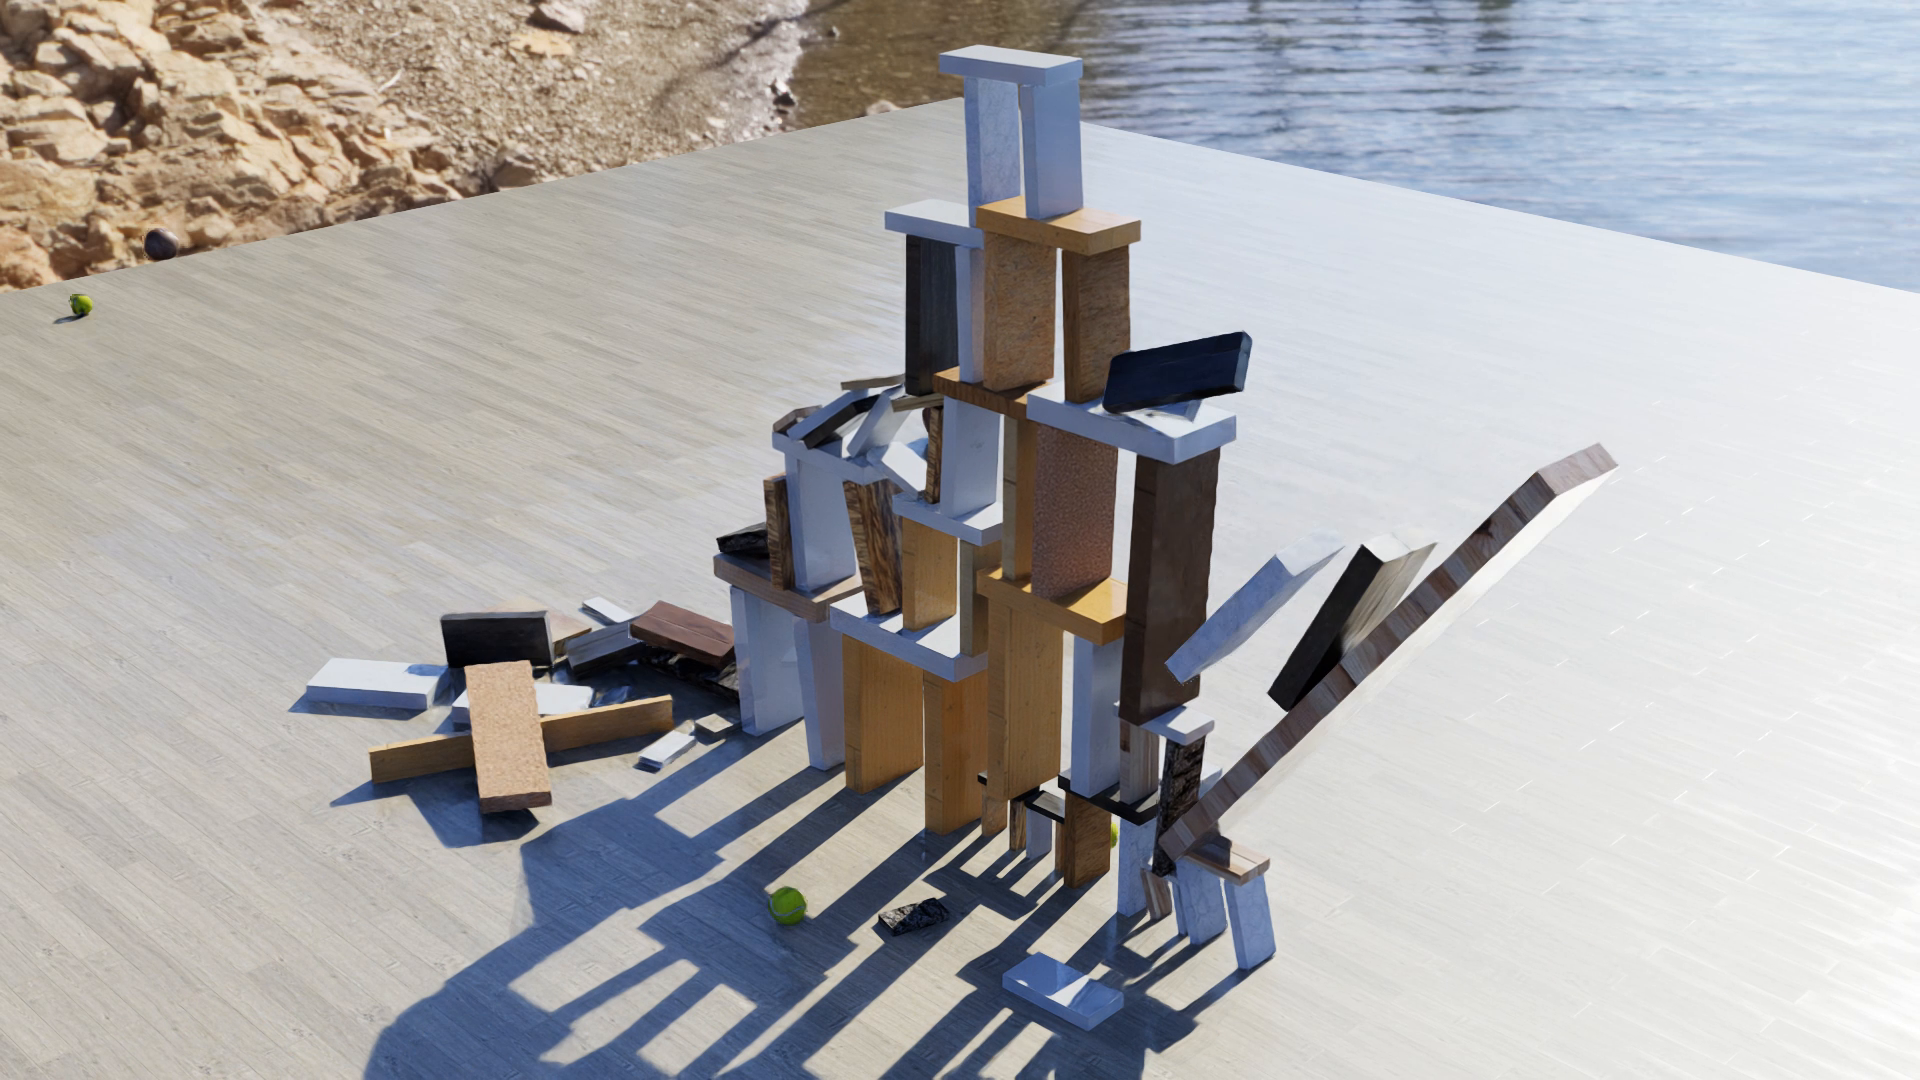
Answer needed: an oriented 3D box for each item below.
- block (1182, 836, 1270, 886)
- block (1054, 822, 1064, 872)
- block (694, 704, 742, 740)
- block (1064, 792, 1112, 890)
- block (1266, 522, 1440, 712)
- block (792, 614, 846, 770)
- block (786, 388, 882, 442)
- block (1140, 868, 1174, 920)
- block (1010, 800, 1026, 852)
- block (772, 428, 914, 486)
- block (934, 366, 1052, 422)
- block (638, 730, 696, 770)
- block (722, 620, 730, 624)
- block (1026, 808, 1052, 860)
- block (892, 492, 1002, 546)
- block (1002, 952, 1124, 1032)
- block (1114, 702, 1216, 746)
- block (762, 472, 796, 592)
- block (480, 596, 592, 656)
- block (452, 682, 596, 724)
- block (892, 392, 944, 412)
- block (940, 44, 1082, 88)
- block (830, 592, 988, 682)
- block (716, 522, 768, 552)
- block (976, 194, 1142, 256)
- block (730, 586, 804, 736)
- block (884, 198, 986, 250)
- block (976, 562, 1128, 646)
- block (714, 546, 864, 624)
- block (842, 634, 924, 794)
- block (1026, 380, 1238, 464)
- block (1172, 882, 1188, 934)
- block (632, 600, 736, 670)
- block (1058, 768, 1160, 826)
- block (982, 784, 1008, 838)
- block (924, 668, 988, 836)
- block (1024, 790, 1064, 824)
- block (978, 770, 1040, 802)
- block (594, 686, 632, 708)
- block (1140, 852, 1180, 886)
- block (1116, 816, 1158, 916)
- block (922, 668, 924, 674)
[{"bbox_3d":[0.466,0.568,3.965,0.083,0.024,0.166,-21,31,-40],"label":"block"},{"bbox_3d":[0.208,0.583,4.250,0.054,0.107,0.015,-21,30,-40],"label":"block"},{"bbox_3d":[-0.502,0.394,4.806,0.141,0.020,0.071,-21,31,-40],"label":"block"},{"bbox_3d":[0.244,0.555,4.192,0.102,0.203,0.029,-21,31,-40],"label":"block"},{"bbox_3d":[0.638,0.126,3.580,0.167,0.335,0.047,-17,53,-45],"label":"block"},{"bbox_3d":[-0.256,0.296,4.627,0.169,0.338,0.048,-21,24,-41],"label":"block"},{"bbox_3d":[-0.246,-0.250,4.328,0.185,0.026,0.093,-29,-5,35],"label":"block"},{"bbox_3d":[0.367,0.652,4.099,0.049,0.099,0.014,-21,11,-40],"label":"block"},{"bbox_3d":[0.123,0.549,4.319,0.016,0.115,0.058,21,31,40],"label":"block"},{"bbox_3d":[-0.236,-0.182,4.404,0.271,0.038,0.135,23,32,40],"label":"block"},{"bbox_3d":[0.077,-0.273,4.020,0.238,0.034,0.119,21,31,40],"label":"block"},{"bbox_3d":[-0.623,0.447,4.682,0.061,0.017,0.122,13,27,27],"label":"block"},{"bbox_3d":[-0.552,0.221,5.222,0.050,0.014,0.099,-14,27,-29],"label":"block"},{"bbox_3d":[0.154,0.565,4.291,0.054,0.107,0.015,-17,28,-34],"label":"block"},{"bbox_3d":[-0.003,-0.052,4.196,0.238,0.034,0.119,21,31,40],"label":"block"},{"bbox_3d":[0.180,0.791,3.861,0.195,0.028,0.098,20,30,38],"label":"block"},{"bbox_3d":[0.367,0.318,3.955,0.167,0.024,0.084,21,30,40],"label":"block"},{"bbox_3d":[-0.339,-0.025,4.519,0.033,0.236,0.118,16,27,43],"label":"block"},{"bbox_3d":[-1.012,0.207,5.225,0.269,0.038,0.135,20,30,39],"label":"block"},{"bbox_3d":[-0.961,0.364,4.853,0.281,0.040,0.140,4,23,9],"label":"block"},{"bbox_3d":[-0.047,-0.267,4.147,0.080,0.023,0.159,-20,10,-42],"label":"block"},{"bbox_3d":[0.087,-0.816,3.779,0.223,0.032,0.112,16,28,34],"label":"block"},{"bbox_3d":[-0.074,0.177,4.373,0.354,0.050,0.177,21,31,40],"label":"block"},{"bbox_3d":[-0.399,-0.016,4.658,0.118,0.033,0.236,-21,8,-41],"label":"block"},{"bbox_3d":[0.170,-0.548,3.813,0.133,0.038,0.266,-21,30,-40],"label":"block"},{"bbox_3d":[-0.405,0.238,4.764,0.048,0.338,0.169,17,28,42],"label":"block"},{"bbox_3d":[-0.006,-0.578,4.017,0.249,0.035,0.125,18,29,40],"label":"block"},{"bbox_3d":[0.199,0.102,4.053,0.159,0.045,0.319,-20,30,-39],"label":"block"},{"bbox_3d":[-0.348,0.079,4.639,0.169,0.048,0.338,-21,30,-40],"label":"block"},{"bbox_3d":[-0.157,0.330,4.530,0.177,0.354,0.050,-21,31,-41],"label":"block"},{"bbox_3d":[0.295,-0.215,3.818,0.335,0.047,0.167,21,30,40],"label":"block"},{"bbox_3d":[0.418,0.671,4.053,0.050,0.099,0.014,-21,17,-40],"label":"block"},{"bbox_3d":[-0.612,0.214,4.975,0.236,0.033,0.118,19,34,20],"label":"block"},{"bbox_3d":[0.291,0.467,4.103,0.102,0.029,0.203,-21,31,-40],"label":"block"},{"bbox_3d":[0.069,0.528,4.369,0.058,0.115,0.016,-21,31,-40],"label":"block"},{"bbox_3d":[0.010,0.395,4.377,0.177,0.354,0.050,-21,31,-41],"label":"block"},{"bbox_3d":[0.182,0.517,4.249,0.107,0.015,0.054,21,31,40],"label":"block"},{"bbox_3d":[0.096,0.478,4.319,0.058,0.016,0.115,-21,31,-40],"label":"block"},{"bbox_3d":[-0.771,0.353,4.892,0.049,0.014,0.097,-8,17,21],"label":"block"},{"bbox_3d":[0.385,0.606,4.061,0.050,0.014,0.099,-21,31,-40],"label":"block"},{"bbox_3d":[0.341,0.592,4.105,0.102,0.203,0.029,-21,31,-40],"label":"block"},{"bbox_3d":[-0.049,0.251,5.097,0.122,0.035,0.244,1,19,-4],"label":"block"}]
